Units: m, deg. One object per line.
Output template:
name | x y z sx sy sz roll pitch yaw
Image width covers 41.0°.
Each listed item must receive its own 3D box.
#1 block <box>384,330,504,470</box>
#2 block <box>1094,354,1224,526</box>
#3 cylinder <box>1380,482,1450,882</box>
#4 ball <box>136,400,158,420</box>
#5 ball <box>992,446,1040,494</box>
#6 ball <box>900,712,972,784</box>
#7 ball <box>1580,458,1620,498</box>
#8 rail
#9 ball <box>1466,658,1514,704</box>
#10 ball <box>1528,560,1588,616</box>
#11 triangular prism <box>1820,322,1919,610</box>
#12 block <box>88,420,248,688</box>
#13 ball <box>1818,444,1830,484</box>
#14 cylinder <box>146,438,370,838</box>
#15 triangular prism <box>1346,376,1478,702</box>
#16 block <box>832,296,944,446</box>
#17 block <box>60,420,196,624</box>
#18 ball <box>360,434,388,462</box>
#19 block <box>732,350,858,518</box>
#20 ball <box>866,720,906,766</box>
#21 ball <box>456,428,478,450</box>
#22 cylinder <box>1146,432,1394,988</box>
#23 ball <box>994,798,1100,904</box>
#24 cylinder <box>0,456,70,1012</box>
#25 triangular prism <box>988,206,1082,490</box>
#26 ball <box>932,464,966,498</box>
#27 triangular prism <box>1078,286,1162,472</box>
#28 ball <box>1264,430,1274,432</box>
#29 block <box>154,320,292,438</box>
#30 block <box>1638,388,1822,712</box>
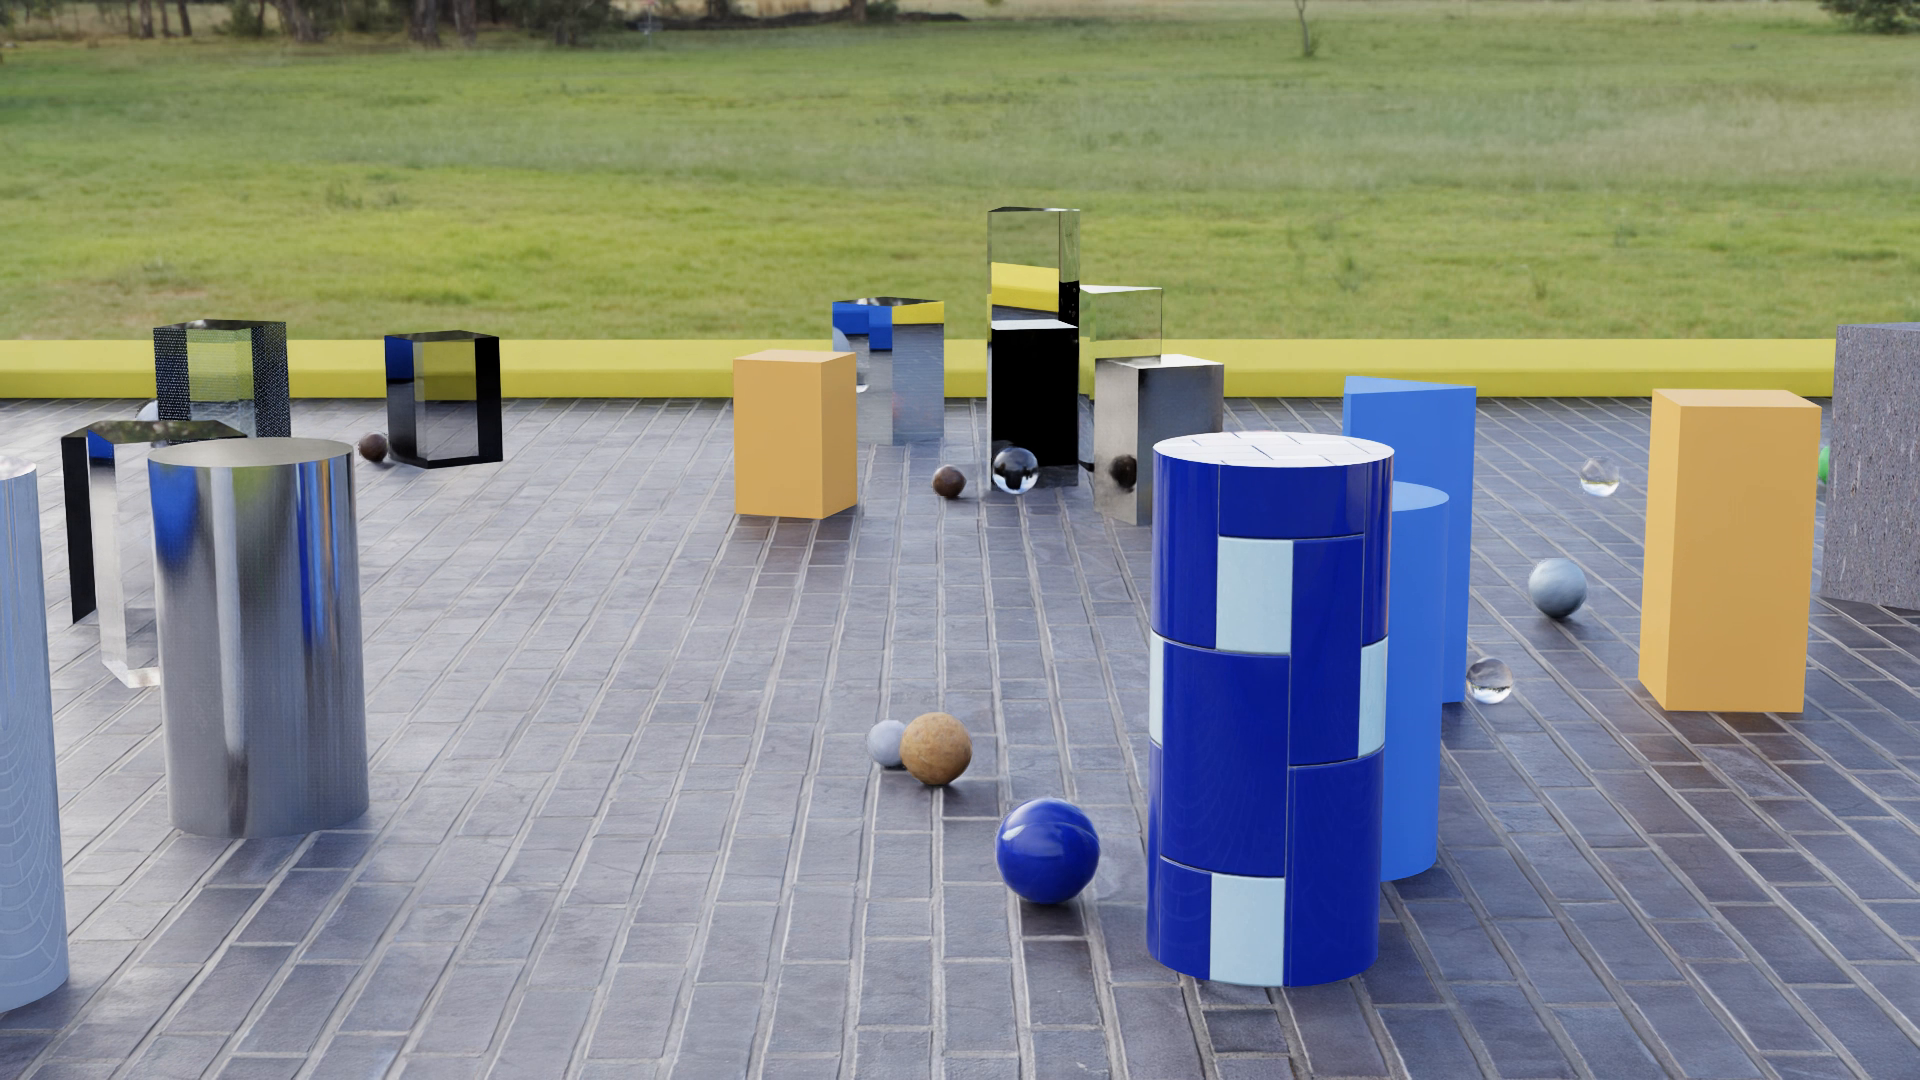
block | -0.955 -0.262 4.745 0.154 0.232 0.154 -8 13 -38
block | 0.322 -0.165 4.168 0.154 0.252 0.154 -4 11 -23
cylinder | 0.349 0.125 2.371 0.193 0.339 0.193 0 11 0
ball | -1.517 -0.218 4.881 0.096 0.096 0.096 0 11 0
ball | 0.095 -0.119 4.389 0.082 0.082 0.082 0 11 0
ball | -0.024 0.213 2.622 0.074 0.074 0.074 0 11 0
ball | 1.087 -0.106 4.360 0.066 0.066 0.066 0 11 0
rail | -0.013 -0.375 5.638 4.406 0.125 0.045 0 11 0
ball | 0.610 0.162 2.955 0.053 0.053 0.053 0 11 0
ball | 0.796 0.064 3.417 0.076 0.076 0.076 0 11 0
triangular prism | 1.302 -0.107 3.518 0.167 0.376 0.145 9 14 41
block | -0.952 0.013 3.106 0.154 0.291 0.154 -6 12 -29
ball | 1.525 -0.129 4.442 0.082 0.082 0.082 0 11 0
cylinder | -0.683 0.091 2.503 0.193 0.358 0.193 0 11 0
triangular prism | 0.483 -0.001 2.979 0.167 0.365 0.145 -4 11 -20
block | -0.140 -0.334 5.033 0.154 0.268 0.154 9 14 39
block | -1.090 -0.025 3.427 0.154 0.249 0.154 0 11 -1
ball | -1.085 -0.172 4.750 0.053 0.053 0.053 0 11 0
block | -0.270 -0.177 4.227 0.154 0.254 0.154 4 11 19
ball | -0.073 0.213 2.690 0.049 0.049 0.049 0 11 0
ball | -0.942 -0.194 4.897 0.043 0.043 0.043 0 11 0
cylinder | 0.252 0.133 2.105 0.193 0.420 0.193 0 11 0
ball | 0.076 0.272 2.251 0.093 0.093 0.093 0 11 0
cylinder | -0.816 0.152 2.020 0.193 0.415 0.193 0 11 0
triangular prism | 0.105 -0.337 4.477 0.167 0.478 0.145 -4 11 -18
ball | -0.018 -0.100 4.355 0.056 0.056 0.056 0 11 0
triangular prism | 0.258 -0.301 4.709 0.167 0.323 0.145 -8 13 -37
ball | 0.557 -0.161 4.631 0.074 0.074 0.074 0 11 0
block | -1.234 -0.213 4.306 0.154 0.297 0.154 3 11 17
block | 0.886 0.009 2.965 0.154 0.349 0.154 1 11 3
